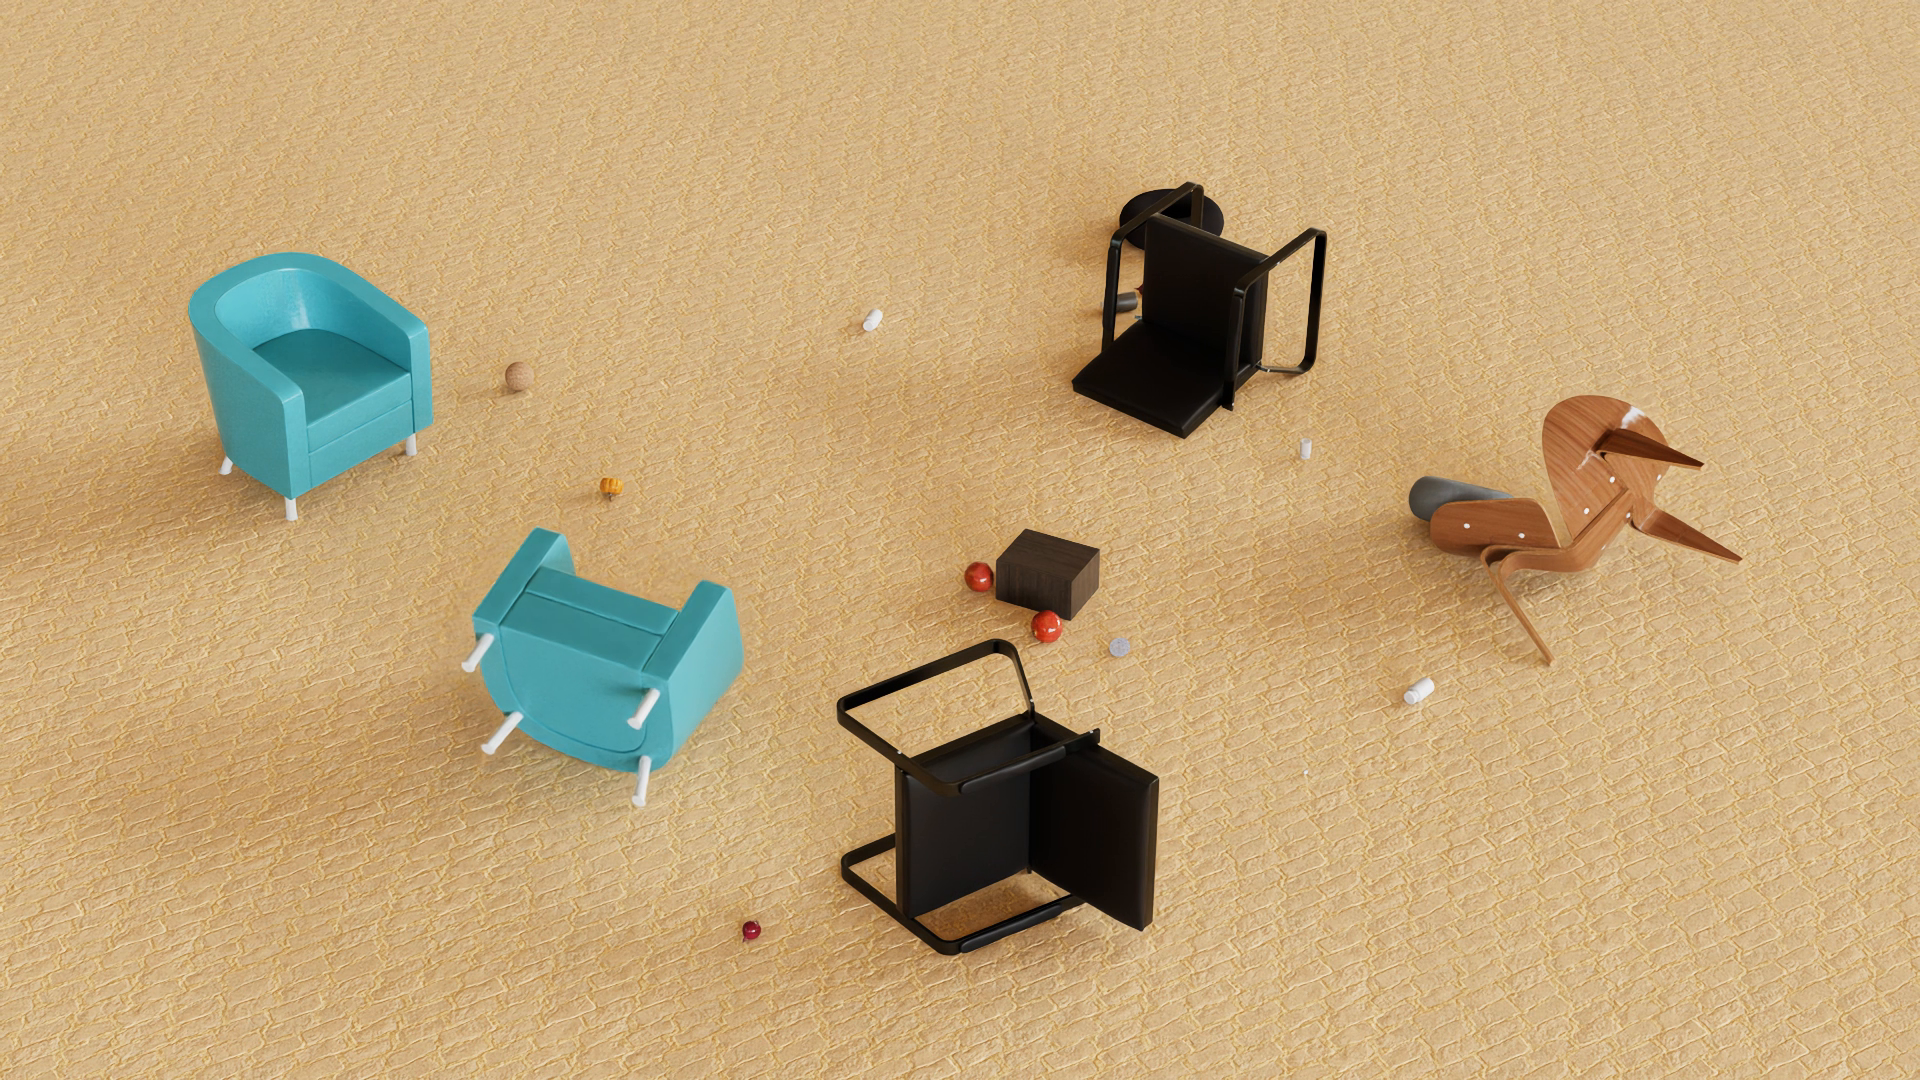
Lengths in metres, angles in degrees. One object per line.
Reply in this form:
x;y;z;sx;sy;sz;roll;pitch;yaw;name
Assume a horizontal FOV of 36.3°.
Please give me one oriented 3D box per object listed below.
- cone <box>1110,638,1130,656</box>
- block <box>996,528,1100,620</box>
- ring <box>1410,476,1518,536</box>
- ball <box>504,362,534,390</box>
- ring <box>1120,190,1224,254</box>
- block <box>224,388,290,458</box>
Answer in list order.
0.550;0.376;10.347;0.080;0.067;0.063;-7;5;-22;cone
0.317;0.124;10.603;0.301;0.169;0.238;16;37;23;block
1.865;-0.126;10.854;0.405;0.165;0.484;12;4;-6;ring
-1.779;-0.662;11.842;0.118;0.118;0.118;0;33;0;ball
0.934;-1.405;12.934;0.463;0.159;0.459;3;32;6;ring
-2.754;-0.459;11.477;0.180;0.181;0.146;22;39;30;block
